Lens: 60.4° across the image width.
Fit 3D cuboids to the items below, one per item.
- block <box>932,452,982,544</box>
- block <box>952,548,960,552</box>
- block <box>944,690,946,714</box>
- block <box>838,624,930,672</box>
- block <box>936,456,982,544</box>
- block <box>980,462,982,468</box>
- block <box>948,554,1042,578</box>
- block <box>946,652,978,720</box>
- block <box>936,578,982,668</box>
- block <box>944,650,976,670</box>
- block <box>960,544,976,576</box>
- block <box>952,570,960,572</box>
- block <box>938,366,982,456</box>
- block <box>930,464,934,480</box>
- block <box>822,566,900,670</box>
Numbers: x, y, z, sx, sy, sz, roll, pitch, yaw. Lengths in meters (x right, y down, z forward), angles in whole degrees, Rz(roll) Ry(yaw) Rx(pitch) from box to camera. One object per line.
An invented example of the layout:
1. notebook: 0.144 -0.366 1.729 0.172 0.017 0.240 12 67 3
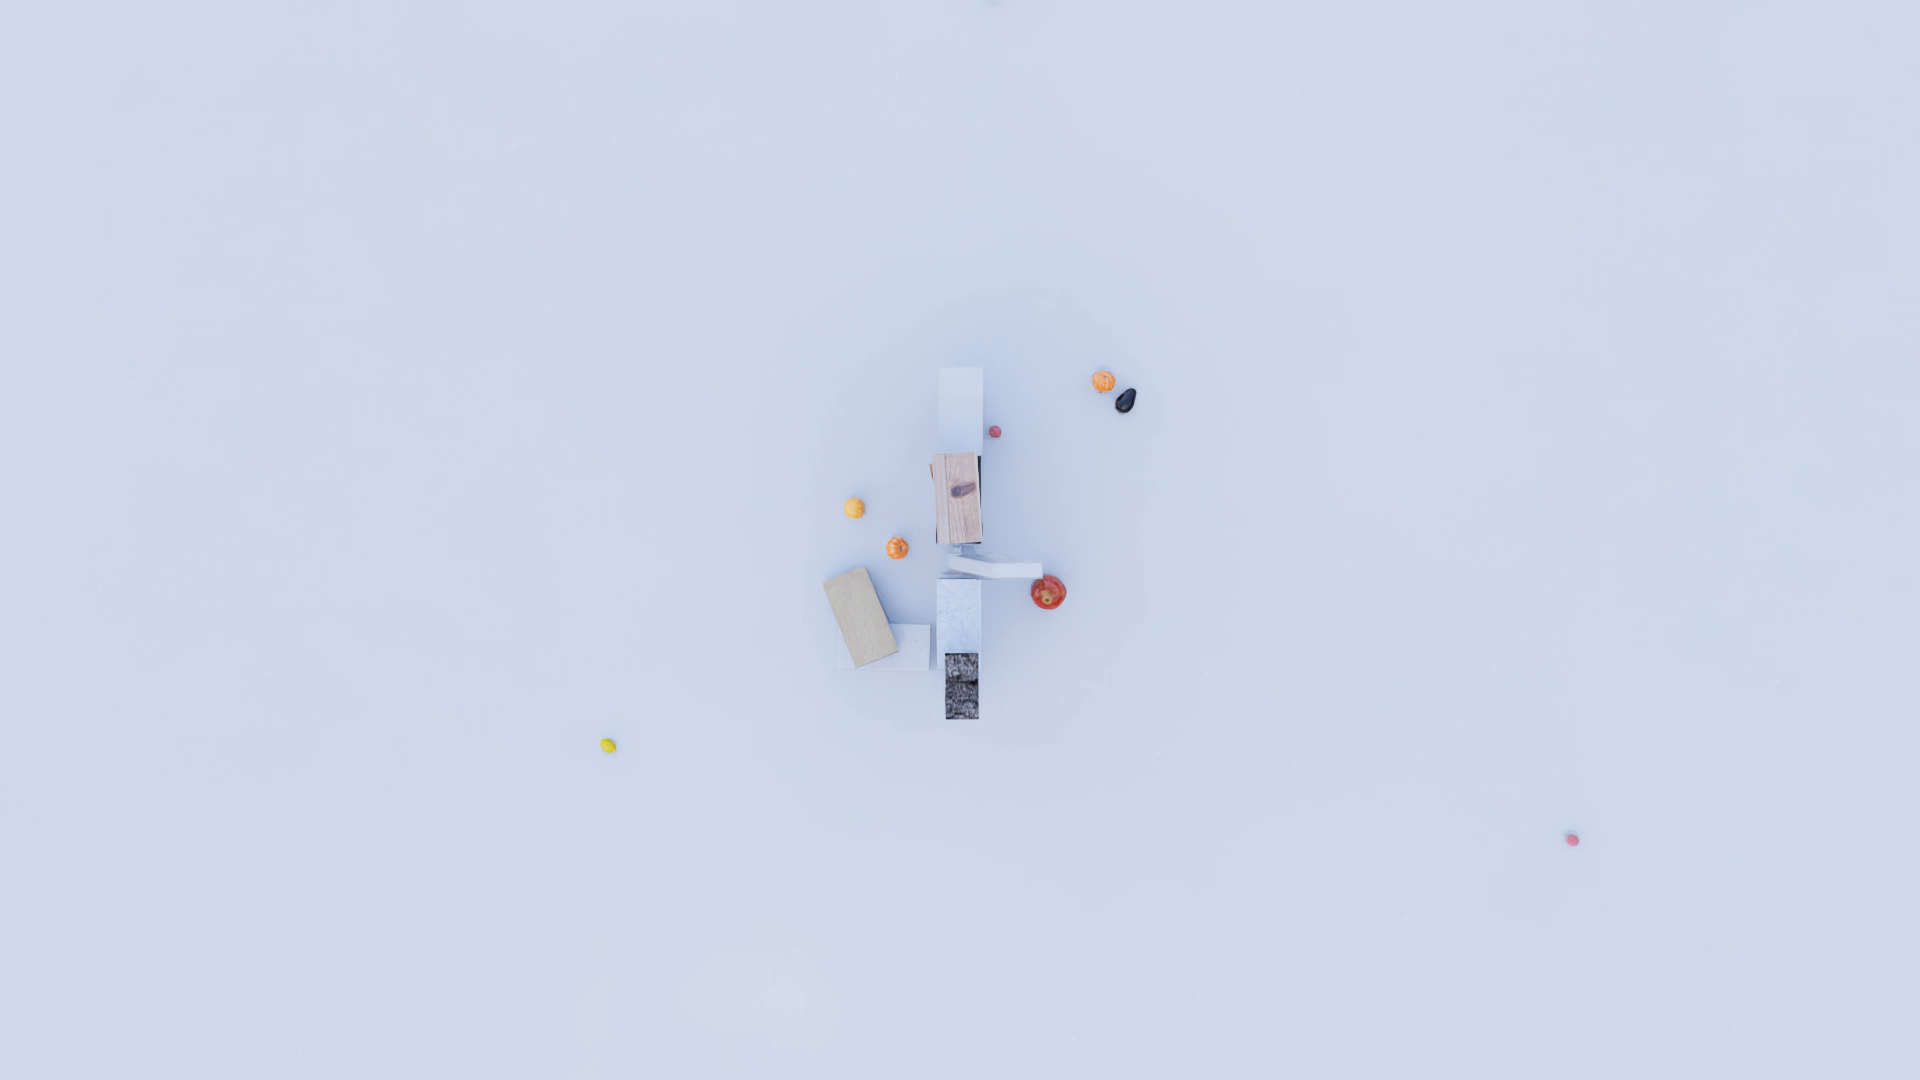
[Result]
1. block: -0.008 -0.124 4.890 0.134 0.038 0.267 -4 90 0
2. block: 0.011 0.034 5.445 0.050 0.100 0.014 0 90 -15
3. block: 0.001 0.502 5.240 0.100 0.520 0.028 0 92 0
4. block: -0.252 0.353 5.478 0.304 0.043 0.152 2 90 0
5. block: -0.005 -0.129 5.196 0.142 0.040 0.284 0 90 0
6. block: -0.004 -0.223 5.358 0.142 0.284 0.040 0 90 0
7. block: 0.103 0.080 5.139 0.152 0.511 0.043 -1 93 -16
8. block: 0.006 0.439 4.965 0.100 0.028 0.200 0 90 0
9. block: -0.003 0.263 5.199 0.140 0.040 0.281 0 90 0
10. block: 0.002 0.369 5.079 0.100 0.200 0.028 0 94 0
11. block: 0.026 0.067 5.390 0.050 0.014 0.100 -1 90 -15
12. block: 0.011 0.100 5.445 0.050 0.100 0.014 -1 90 -15
13. block: 0.001 -0.394 5.064 0.135 0.038 0.271 0 90 0
14. block: -0.023 -0.219 5.043 0.134 0.267 0.038 -10 90 0
15. block: -0.328 0.255 5.439 0.152 0.043 0.304 -22 78 -5
